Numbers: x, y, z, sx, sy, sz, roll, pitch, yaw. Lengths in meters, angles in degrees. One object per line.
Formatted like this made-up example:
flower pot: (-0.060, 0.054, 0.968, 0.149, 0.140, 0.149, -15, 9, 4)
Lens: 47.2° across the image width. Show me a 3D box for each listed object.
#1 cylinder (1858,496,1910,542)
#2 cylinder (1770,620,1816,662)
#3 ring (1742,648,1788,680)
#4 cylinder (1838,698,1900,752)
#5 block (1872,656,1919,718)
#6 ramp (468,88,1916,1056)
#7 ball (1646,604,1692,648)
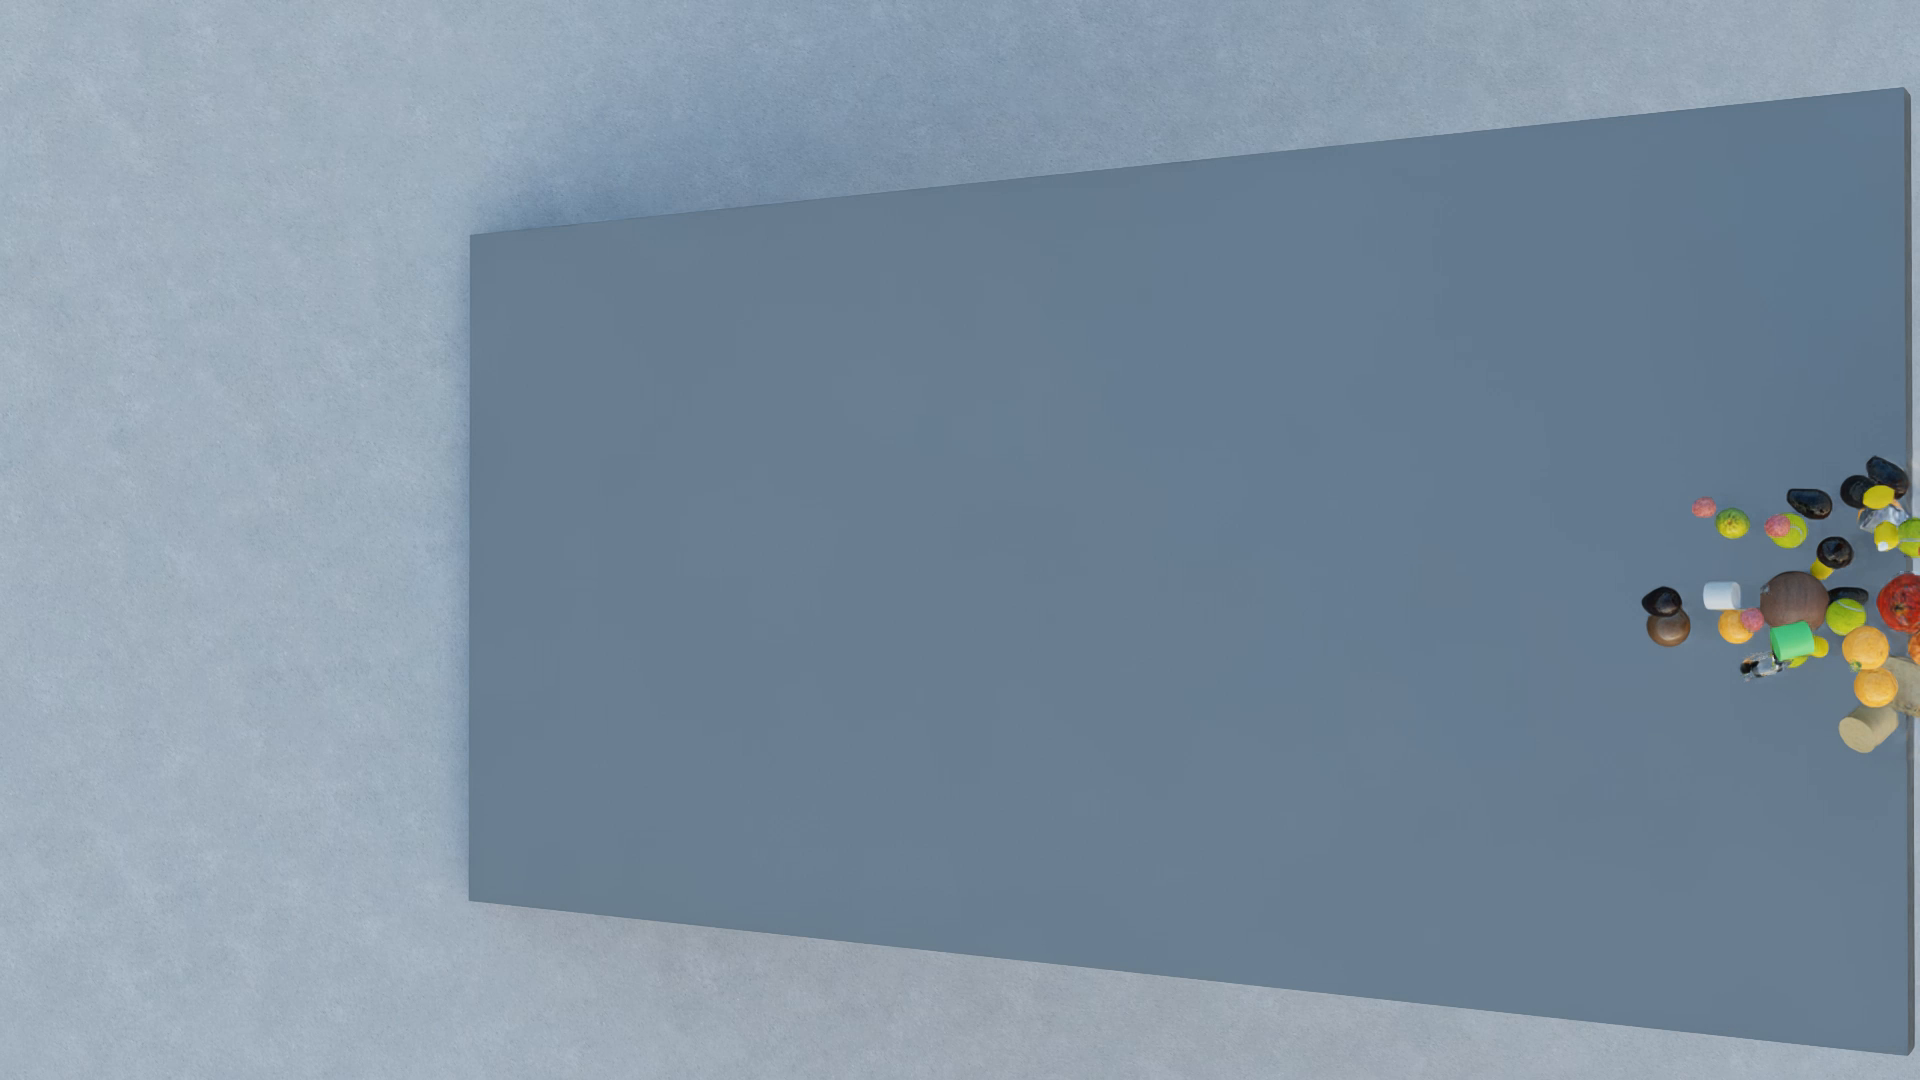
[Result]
cylinder: (1.663, -0.036, 3.958, 0.061, 0.061, 0.061, 27, 90, -6)
cylinder: (1.422, 0.172, 3.757, 0.057, 0.057, 0.057, -24, 89, 22)
ring: (1.582, 0.243, 4.316, 0.100, 0.100, 0.033, -27, 76, 0)
cylinder: (1.767, 0.360, 4.275, 0.079, 0.079, 0.079, -31, 89, -27)
block: (1.786, 0.275, 4.113, 0.092, 0.092, 0.092, 5, 101, -34)
ramp: (0.265, 0.073, 5.613, 4.000, 0.100, 2.000, 0, 89, 31)
ball: (1.435, 0.174, 4.451, 0.086, 0.086, 0.086, 0, 89, 0)
